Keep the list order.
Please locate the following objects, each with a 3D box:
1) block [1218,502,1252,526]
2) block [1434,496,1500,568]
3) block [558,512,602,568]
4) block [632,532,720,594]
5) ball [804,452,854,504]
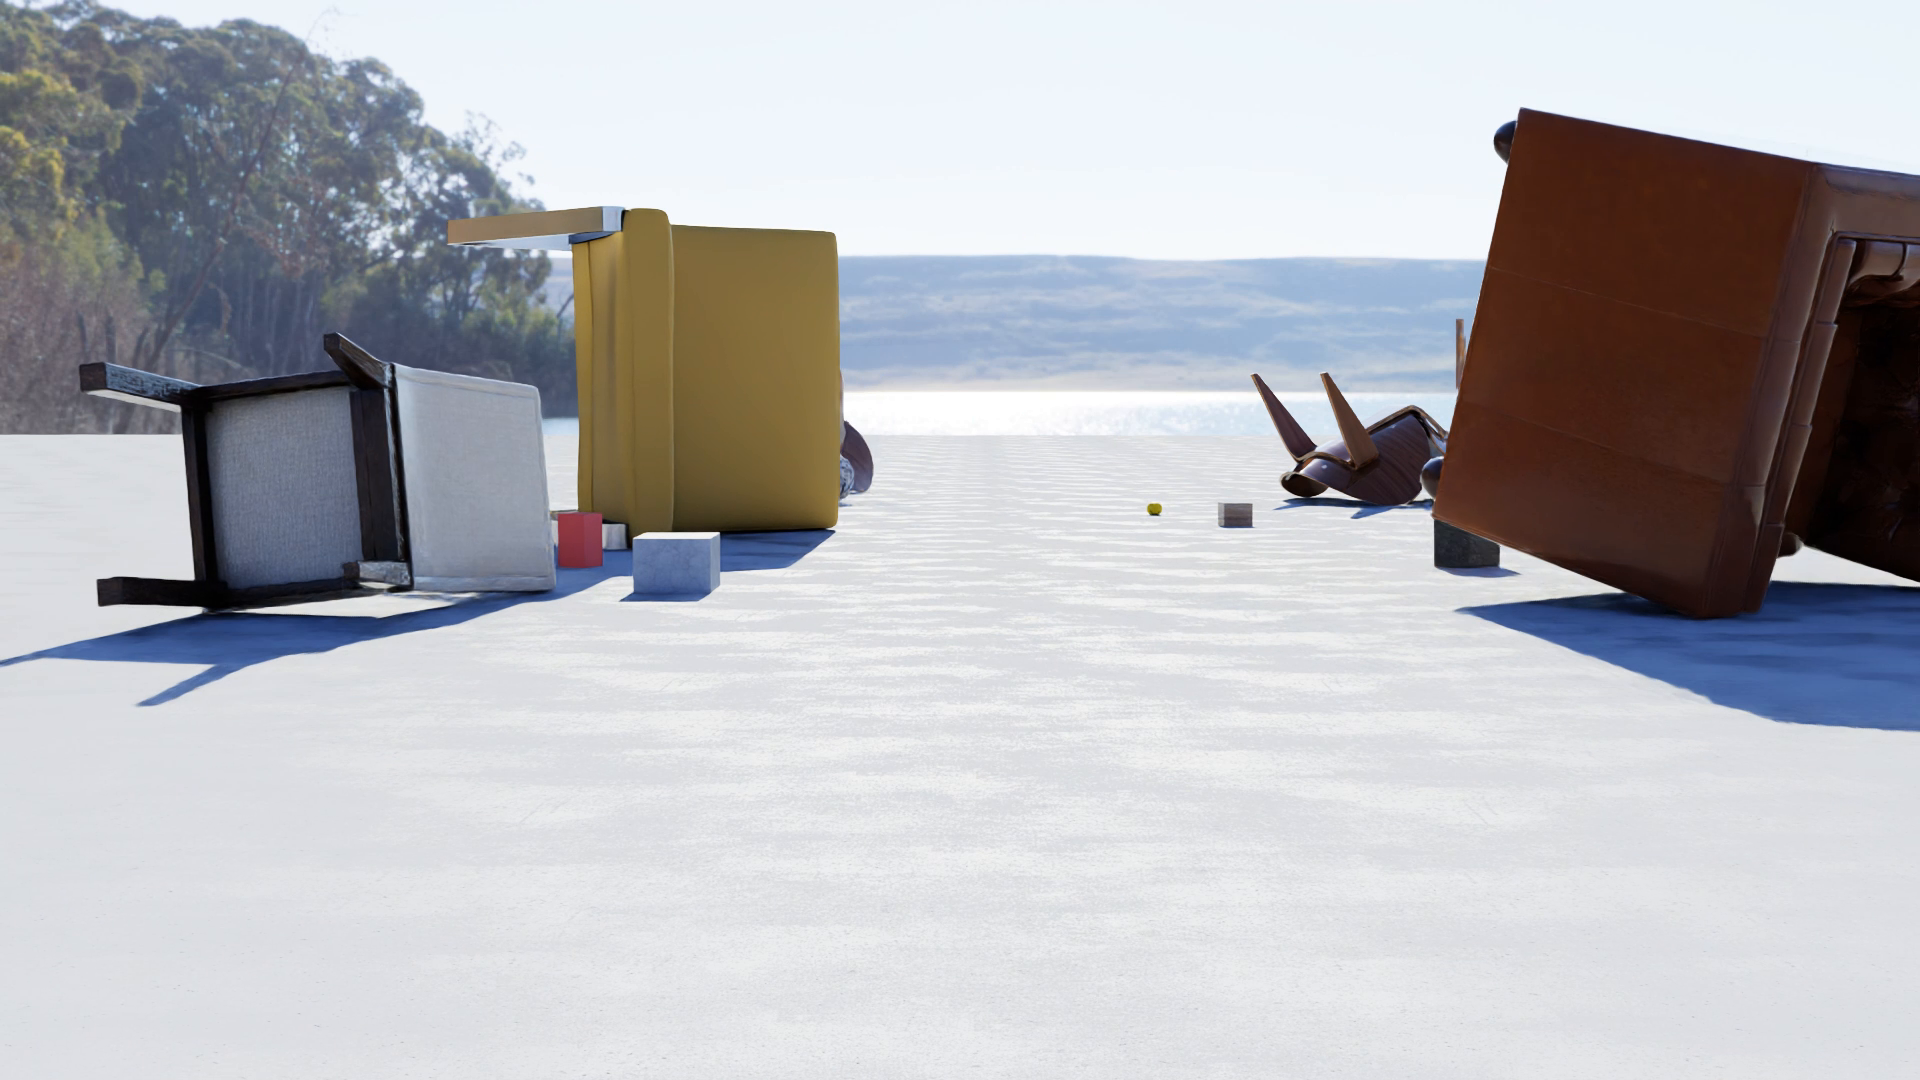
[{"bbox_3d":[0.905,-0.085,7.233,0.097,0.076,0.074,-1,4,-9],"label":"block"},{"bbox_3d":[1.286,-0.019,5.577,0.102,0.172,0.144,4,5,44],"label":"block"},{"bbox_3d":[-0.962,0.000,5.572,0.079,0.134,0.077,2,4,27],"label":"block"},{"bbox_3d":[-0.633,0.050,4.929,0.170,0.121,0.195,0,4,0],"label":"block"},{"bbox_3d":[-0.513,-0.244,8.640,0.200,0.200,0.200,0,4,0],"label":"ball"}]
